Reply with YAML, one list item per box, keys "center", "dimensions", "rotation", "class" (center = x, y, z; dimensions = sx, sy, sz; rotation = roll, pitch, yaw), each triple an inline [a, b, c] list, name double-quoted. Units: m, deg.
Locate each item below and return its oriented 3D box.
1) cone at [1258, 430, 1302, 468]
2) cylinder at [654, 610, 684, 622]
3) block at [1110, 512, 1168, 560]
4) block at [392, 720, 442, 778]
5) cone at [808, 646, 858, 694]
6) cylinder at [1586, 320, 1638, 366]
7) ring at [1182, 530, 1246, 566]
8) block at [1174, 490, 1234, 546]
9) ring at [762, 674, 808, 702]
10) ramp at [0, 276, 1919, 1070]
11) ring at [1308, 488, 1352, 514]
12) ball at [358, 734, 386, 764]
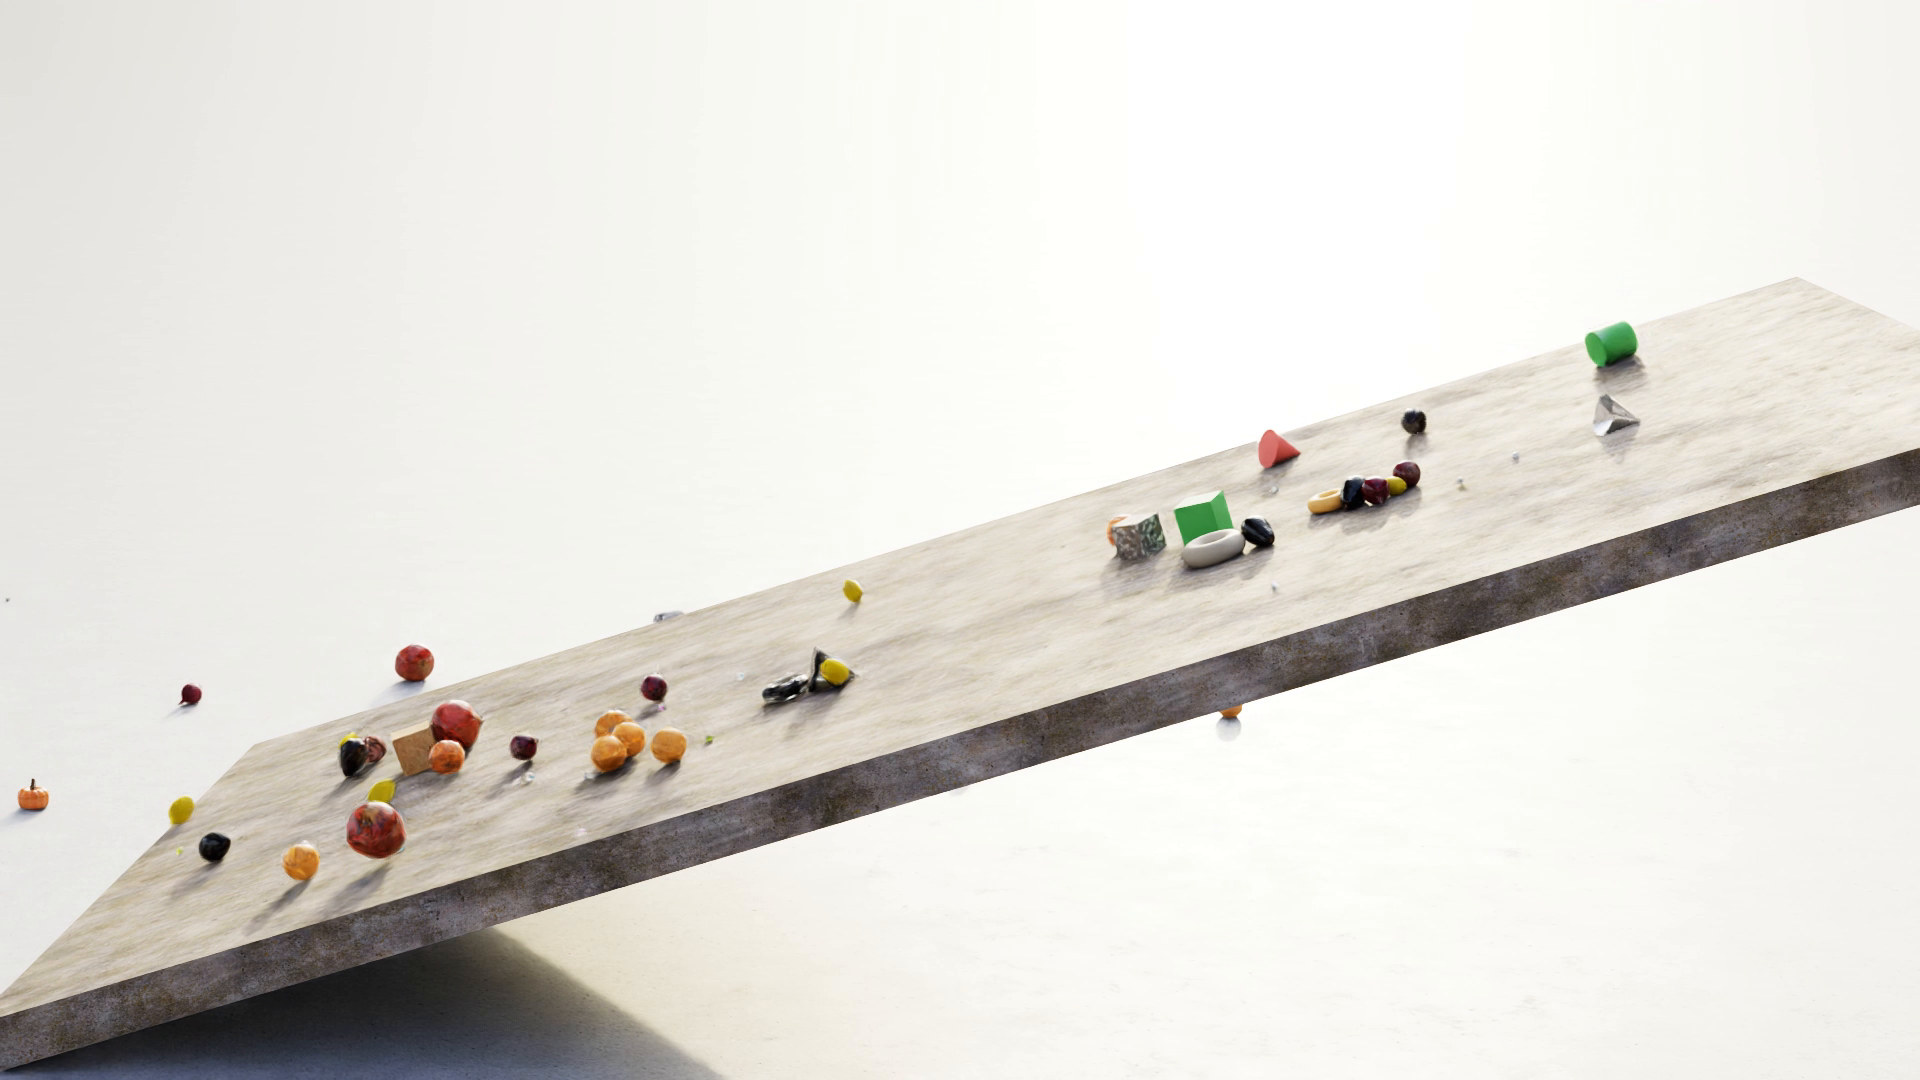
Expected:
- center: [0.758, -0.208, 6.867]
  dimensions: [0.091, 0.091, 0.091]
  rotation: [7, 8, -23]
  class: "cone"
- center: [-0.891, 0.259, 9.050]
  dimensions: [0.077, 0.077, 0.077]
  rotation: [-9, 14, -38]
  class: "cylinder"
- center: [0.385, -0.008, 6.343]
  dimensions: [0.076, 0.076, 0.076]
  rotation: [-7, 15, 46]
  class: "block"
- center: [-1.204, 0.462, 6.520]
  dimensions: [0.087, 0.087, 0.087]
  rotation: [-19, 10, -9]
  class: "block"
- center: [-0.255, 0.273, 6.036]
  dimensions: [0.098, 0.098, 0.098]
  rotation: [8, 10, -7]
  class: "cone"
- center: [1.501, -0.454, 6.778]
  dimensions: [0.086, 0.086, 0.086]
  rotation: [-23, 18, -15]
  class: "cylinder"
- center: [0.524, 0.017, 6.066]
  dimensions: [0.136, 0.045, 0.136]
  rotation: [-18, 12, 4]
  class: "ring"
- center: [0.521, -0.046, 6.284]
  dimensions: [0.087, 0.087, 0.087]
  rotation: [-13, 11, 27]
  class: "block"
- center: [-0.360, 0.307, 6.063]
  dimensions: [0.102, 0.034, 0.102]
  rotation: [-18, 9, 3]
  class: "ring"
- center: [0.098, 0.184, 6.313]
  dimensions: [4.000, 0.100, 2.000]
  rotation: [-17, 10, 5]
  class: "ramp"
- center: [0.778, -0.082, 6.194]
  dimensions: [0.096, 0.032, 0.096]
  rotation: [-17, 10, 3]
  class: "ring"
- center: [-1.347, 0.479, 6.740]
  dimensions: [0.064, 0.064, 0.064]
  rotation: [0, 11, 0]
  class: "ball"
